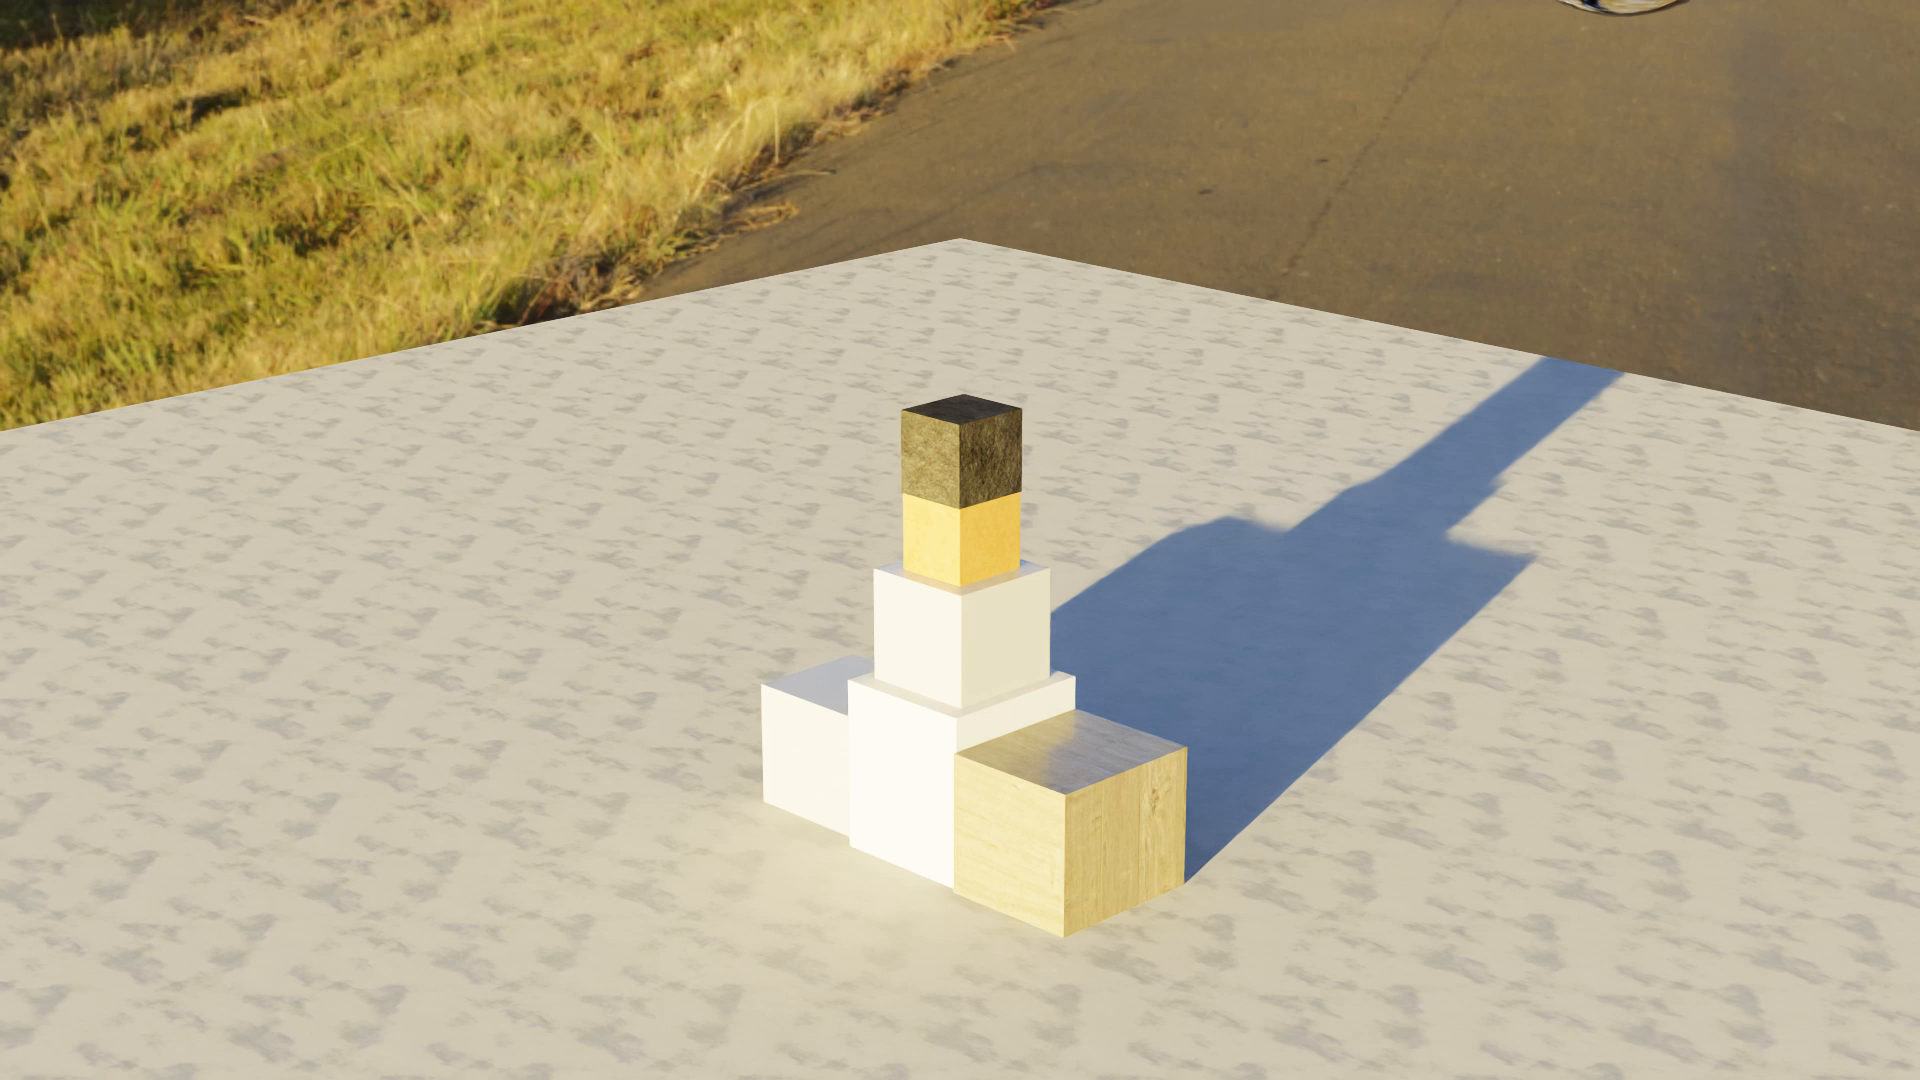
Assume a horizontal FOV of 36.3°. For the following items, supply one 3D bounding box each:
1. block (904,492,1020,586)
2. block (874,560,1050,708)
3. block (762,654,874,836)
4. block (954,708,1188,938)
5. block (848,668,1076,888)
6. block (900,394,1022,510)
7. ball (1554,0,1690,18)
[{"bbox_3d":[0.008,-0.044,13.336,0.386,0.363,0.363,-17,24,-42],"label":"block"},{"bbox_3d":[0.010,0.383,13.472,0.577,0.533,0.563,-17,24,-42],"label":"block"},{"bbox_3d":[-0.500,0.992,14.173,0.604,0.608,0.685,-17,24,-42],"label":"block"},{"bbox_3d":[0.495,1.261,13.211,0.803,0.673,0.681,-17,24,-42],"label":"block"},{"bbox_3d":[0.009,1.034,13.673,0.778,0.829,0.707,-17,24,-42],"label":"block"},{"bbox_3d":[0.007,-0.402,13.223,0.401,0.389,0.370,-17,24,-42],"label":"block"},{"bbox_3d":[3.645,-3.667,16.010,1.600,1.600,1.600,0,17,0],"label":"ball"}]
